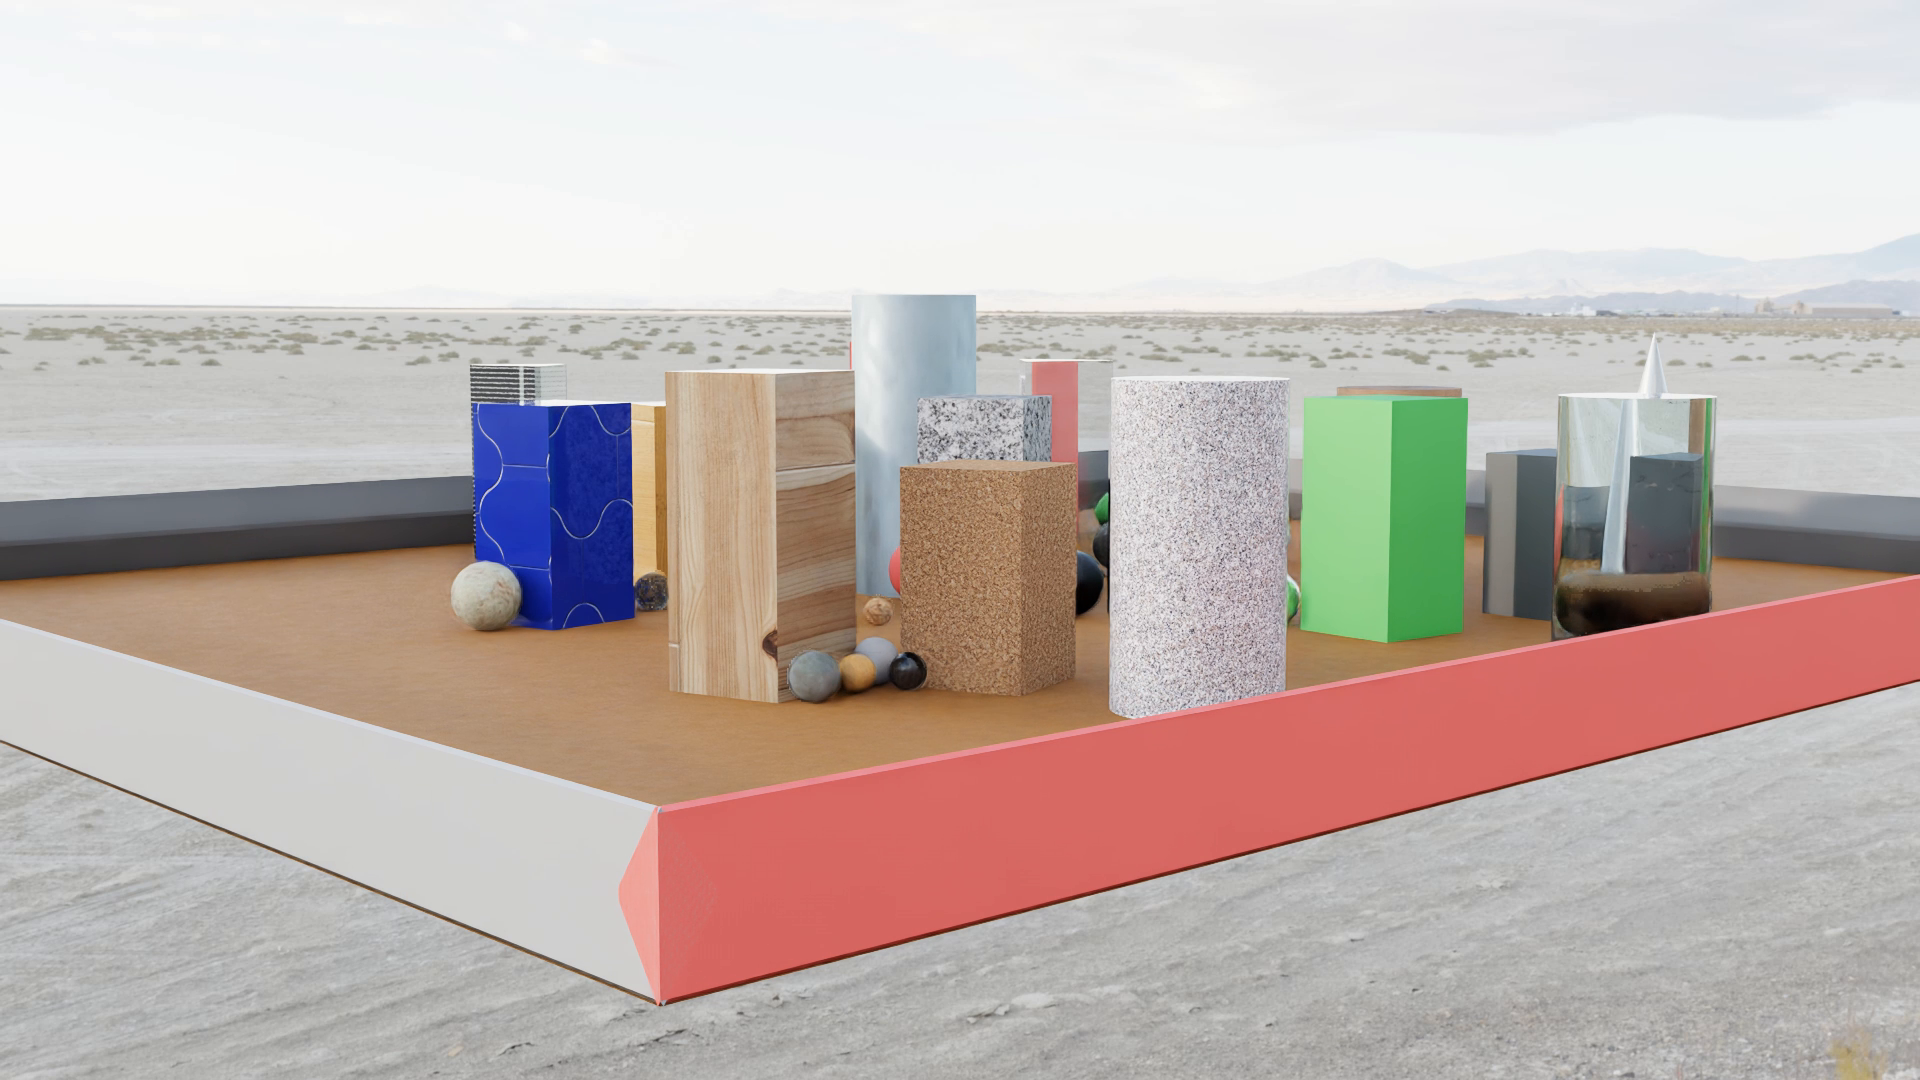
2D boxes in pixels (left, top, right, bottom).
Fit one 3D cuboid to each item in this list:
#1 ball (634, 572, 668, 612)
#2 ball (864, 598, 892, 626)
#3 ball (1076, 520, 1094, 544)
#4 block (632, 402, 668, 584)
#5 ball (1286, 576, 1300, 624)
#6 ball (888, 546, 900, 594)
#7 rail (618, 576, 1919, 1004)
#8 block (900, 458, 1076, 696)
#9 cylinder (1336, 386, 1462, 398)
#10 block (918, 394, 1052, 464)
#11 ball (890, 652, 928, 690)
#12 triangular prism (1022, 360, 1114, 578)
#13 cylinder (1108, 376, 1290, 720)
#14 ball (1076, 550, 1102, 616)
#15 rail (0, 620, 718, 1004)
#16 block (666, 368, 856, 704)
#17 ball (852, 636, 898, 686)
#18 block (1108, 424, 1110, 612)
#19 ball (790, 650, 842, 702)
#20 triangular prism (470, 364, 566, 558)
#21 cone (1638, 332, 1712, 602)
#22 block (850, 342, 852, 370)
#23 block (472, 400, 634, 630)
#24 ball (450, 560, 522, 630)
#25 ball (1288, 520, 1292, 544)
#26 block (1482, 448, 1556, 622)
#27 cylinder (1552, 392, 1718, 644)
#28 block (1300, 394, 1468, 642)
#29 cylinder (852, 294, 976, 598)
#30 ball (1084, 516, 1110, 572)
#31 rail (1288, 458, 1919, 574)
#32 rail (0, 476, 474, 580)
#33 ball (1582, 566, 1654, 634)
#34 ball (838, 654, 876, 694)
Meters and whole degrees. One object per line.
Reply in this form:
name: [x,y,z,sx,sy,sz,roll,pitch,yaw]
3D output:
ball: [-0.455,0.077,3.266,0.058,0.058,0.058,0,6,0]
ball: [-0.115,0.101,3.109,0.041,0.041,0.041,0,6,0]
ball: [0.244,-0.013,4.171,0.047,0.047,0.047,0,6,0]
block: [-0.430,-0.065,3.450,0.158,0.300,0.158,-3,7,-27]
ball: [0.438,0.082,3.094,0.082,0.082,0.082,0,6,0]
ball: [-0.060,0.046,3.362,0.099,0.099,0.099,0,6,0]
rail: [0.862,0.130,2.403,2.912,0.128,0.045,-5,8,-42]
block: [0.035,0.040,2.636,0.158,0.261,0.158,3,7,27]
cylinder: [0.706,-0.085,3.550,0.197,0.321,0.197,0,6,0]
block: [0.037,-0.051,3.234,0.158,0.318,0.158,2,6,17]
ball: [-0.061,0.154,2.580,0.045,0.045,0.045,0,6,0]
triangular prism: [0.144,-0.121,3.691,0.171,0.362,0.148,-4,7,-32]
cylinder: [0.265,0.005,2.448,0.197,0.370,0.197,0,6,0]
ball: [0.160,0.063,3.211,0.097,0.097,0.097,0,6,0]
rail: [-1.053,0.134,2.366,0.045,0.128,2.589,-5,8,-42]
block: [-0.233,-0.012,2.588,0.158,0.374,0.158,4,7,32]
ball: [-0.100,0.144,2.613,0.059,0.059,0.059,0,6,0]
block: [0.325,-0.034,3.266,0.158,0.279,0.158,3,7,28]
ball: [-0.165,0.156,2.504,0.059,0.059,0.059,0,6,0]
triangular prism: [-0.761,-0.141,3.951,0.171,0.348,0.148,4,7,35]
cone: [1.065,-0.115,3.394,0.197,0.413,0.197,0,6,0]
block: [-0.125,-0.194,4.285,0.158,0.385,0.158,1,6,6]
block: [-0.583,-0.041,3.161,0.158,0.313,0.158,5,8,37]
ball: [-0.661,0.078,3.066,0.097,0.097,0.097,0,6,0]
ball: [0.548,-0.013,3.947,0.095,0.095,0.095,0,6,0]
block: [0.882,-0.009,3.228,0.158,0.237,0.158,-5,8,-41]
cylinder: [0.875,-0.020,2.860,0.197,0.335,0.197,0,6,0]
block: [0.587,-0.035,3.048,0.158,0.325,0.158,-5,8,-38]
cylinder: [-0.073,-0.153,3.489,0.197,0.469,0.197,0,6,0]
ball: [0.260,0.007,3.744,0.096,0.096,0.096,0,6,0]
rail: [1.053,-0.068,4.298,0.045,0.128,2.589,-5,8,-42]
rail: [-0.862,-0.064,4.261,2.912,0.128,0.045,-5,8,-42]
ball: [0.903,0.083,3.019,0.096,0.096,0.096,0,6,0]
ball: [-0.121,0.156,2.564,0.046,0.046,0.046,0,6,0]
